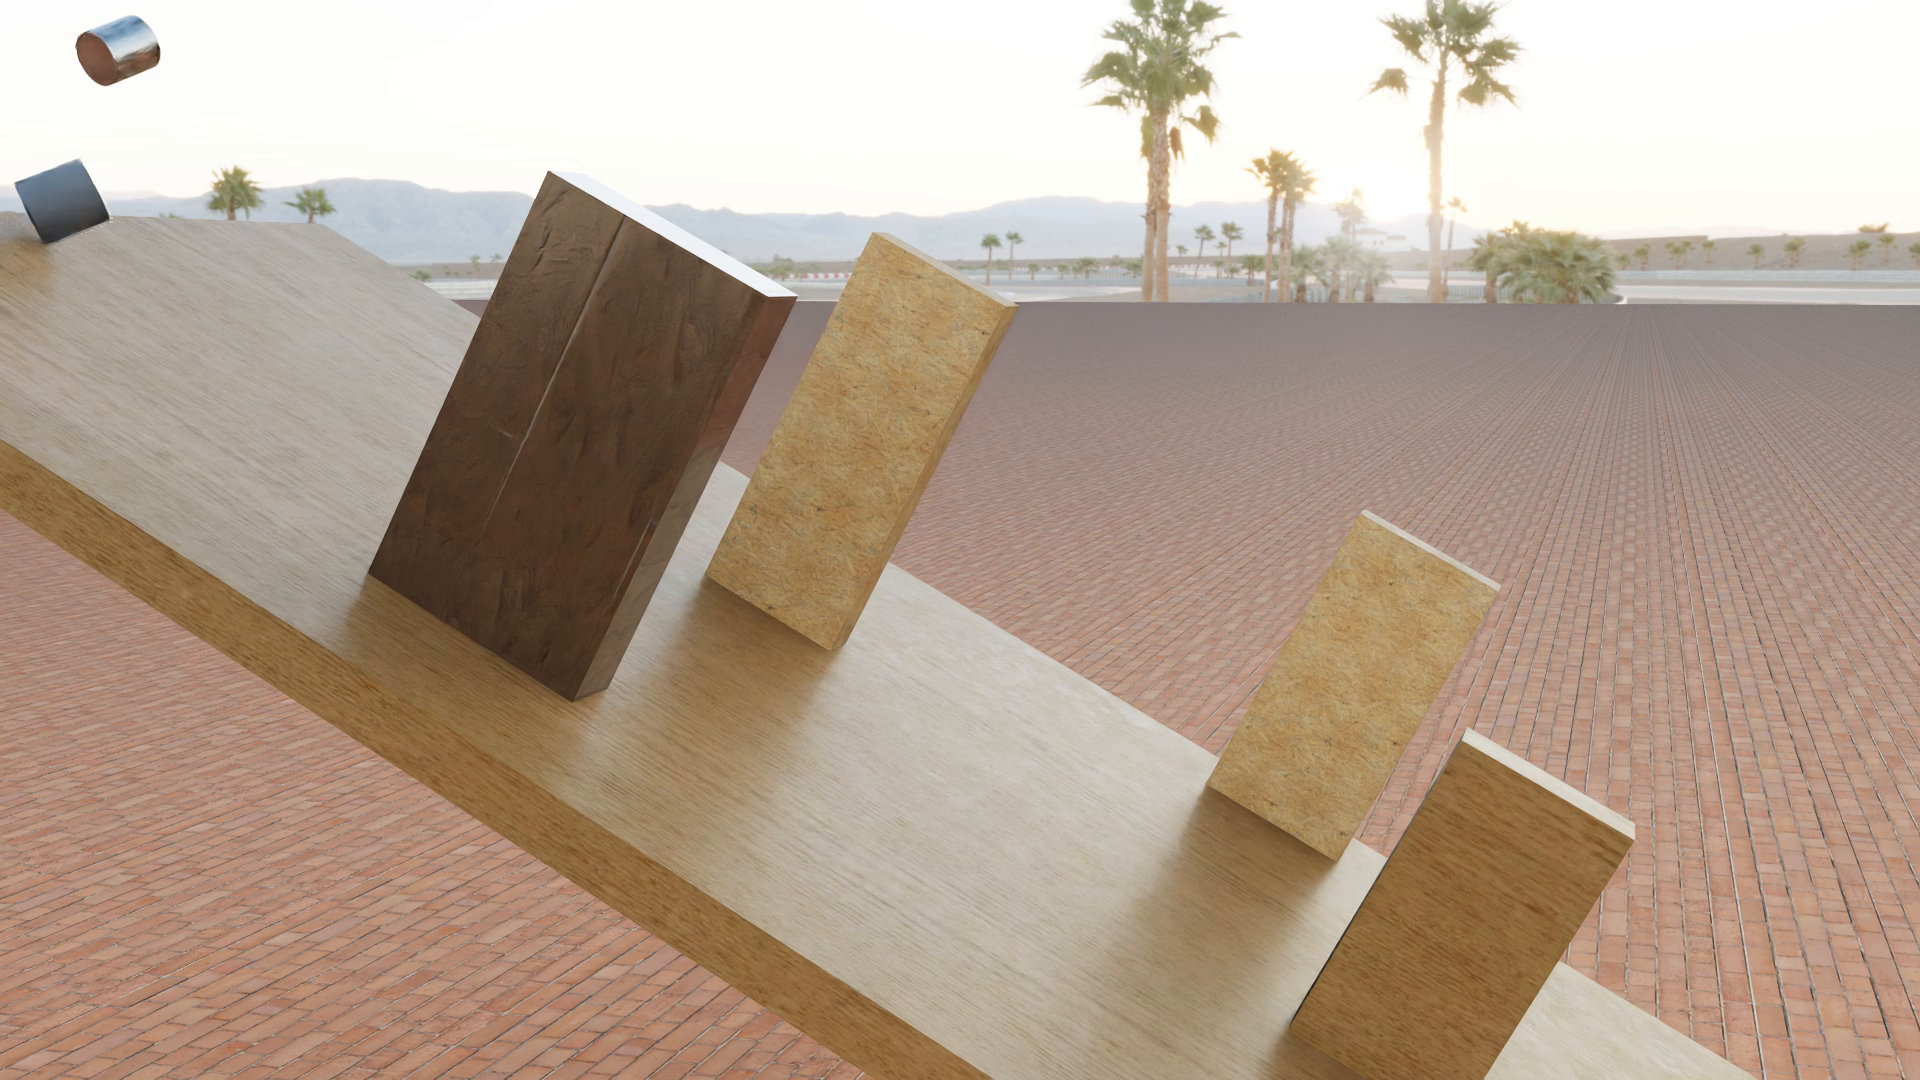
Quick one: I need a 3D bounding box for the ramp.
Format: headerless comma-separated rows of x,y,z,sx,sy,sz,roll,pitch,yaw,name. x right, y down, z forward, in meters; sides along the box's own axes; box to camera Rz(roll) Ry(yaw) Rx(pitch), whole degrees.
-0.218,0.362,4.145,4.000,0.100,2.000,30,14,12,ramp

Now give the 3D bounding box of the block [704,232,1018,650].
-0.200,-0.193,4.350,0.304,0.772,0.094,30,14,12,block

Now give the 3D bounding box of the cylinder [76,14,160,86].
-1.693,-0.985,4.422,0.113,0.113,0.113,5,31,33,cylinder

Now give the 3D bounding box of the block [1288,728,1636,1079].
0.832,0.647,3.667,0.310,0.584,0.112,30,14,12,block

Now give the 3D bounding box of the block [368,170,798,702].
-0.616,-0.166,3.554,0.418,0.738,0.127,30,14,12,block

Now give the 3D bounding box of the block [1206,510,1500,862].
0.832,0.310,4.673,0.324,0.676,0.090,30,14,12,block
